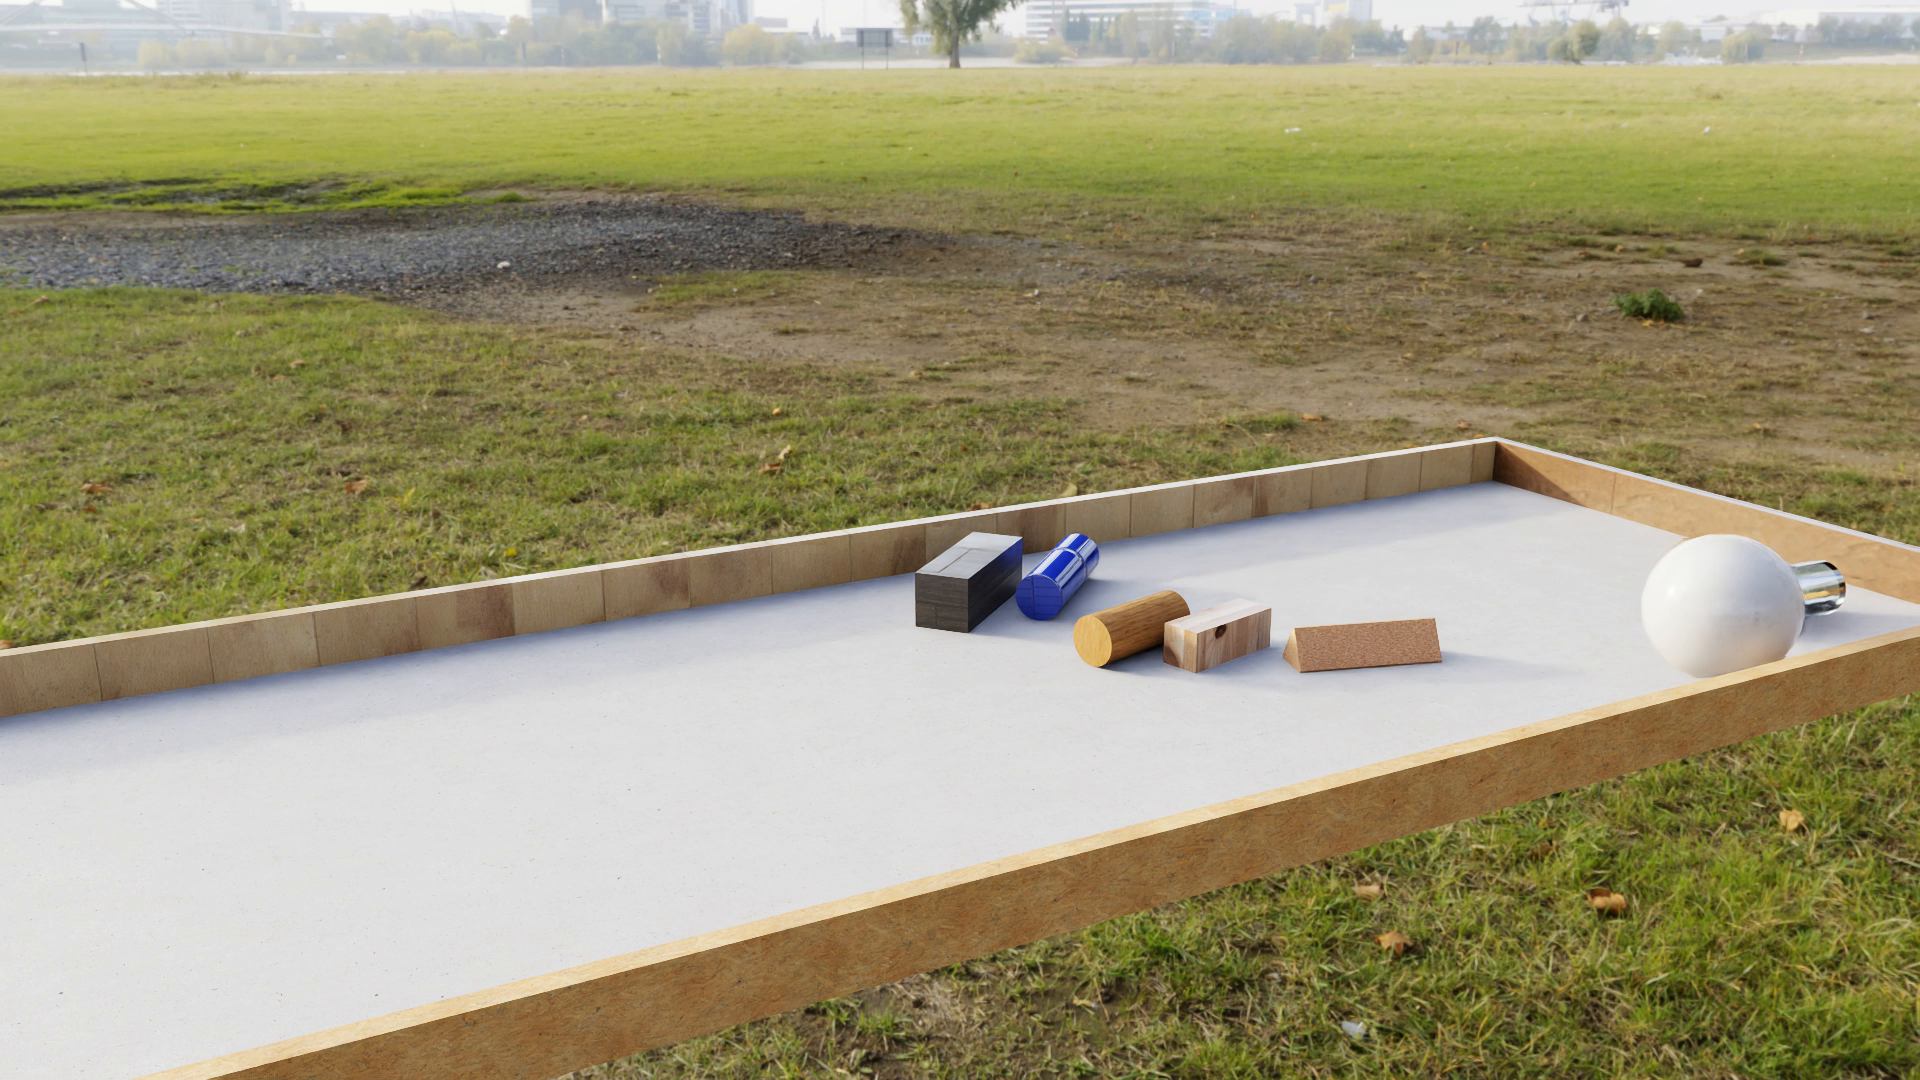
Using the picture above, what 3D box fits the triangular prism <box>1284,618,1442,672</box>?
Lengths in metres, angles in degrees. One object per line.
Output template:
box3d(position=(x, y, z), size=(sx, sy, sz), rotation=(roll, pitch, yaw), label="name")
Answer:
box3d(position=(1.046, 0.261, 4.277), size=(0.390, 0.101, 0.117), rotation=(-3, 17, -11), label="triangular prism")

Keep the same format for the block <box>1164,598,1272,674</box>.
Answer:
box3d(position=(0.676, 0.248, 4.320), size=(0.303, 0.108, 0.108), rotation=(-14, 22, -40), label="block")

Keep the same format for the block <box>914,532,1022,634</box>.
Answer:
box3d(position=(0.030, 0.115, 4.687), size=(0.156, 0.156, 0.435), rotation=(6, 18, 21), label="block")

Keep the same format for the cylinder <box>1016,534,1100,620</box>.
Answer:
box3d(position=(0.287, 0.103, 4.768), size=(0.134, 0.134, 0.429), rotation=(5, 17, 18), label="cylinder")

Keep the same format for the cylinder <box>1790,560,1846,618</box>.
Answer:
box3d(position=(2.262, 0.152, 4.567), size=(0.348, 0.153, 0.153), rotation=(-7, 18, -23), label="cylinder")

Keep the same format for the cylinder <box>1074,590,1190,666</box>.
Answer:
box3d(position=(0.454, 0.230, 4.333), size=(0.311, 0.135, 0.135), rotation=(-14, 22, -40), label="cylinder")

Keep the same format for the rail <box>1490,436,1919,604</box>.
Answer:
box3d(position=(2.466, -0.048, 5.253), size=(0.050, 0.150, 2.100), rotation=(-9, 18, -27), label="rail")

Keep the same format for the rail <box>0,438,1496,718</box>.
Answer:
box3d(position=(-3.305, 0.497, 3.399), size=(12.000, 0.150, 0.050), rotation=(-9, 18, -27), label="rail")

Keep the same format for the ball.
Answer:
box3d(position=(1.905, 0.168, 4.125), size=(0.370, 0.370, 0.370), rotation=(0, 16, 0), label="ball")

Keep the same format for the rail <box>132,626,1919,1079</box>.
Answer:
box3d(position=(-2.336, 1.006, 1.665), size=(12.000, 0.150, 0.050), rotation=(-9, 18, -27), label="rail")
